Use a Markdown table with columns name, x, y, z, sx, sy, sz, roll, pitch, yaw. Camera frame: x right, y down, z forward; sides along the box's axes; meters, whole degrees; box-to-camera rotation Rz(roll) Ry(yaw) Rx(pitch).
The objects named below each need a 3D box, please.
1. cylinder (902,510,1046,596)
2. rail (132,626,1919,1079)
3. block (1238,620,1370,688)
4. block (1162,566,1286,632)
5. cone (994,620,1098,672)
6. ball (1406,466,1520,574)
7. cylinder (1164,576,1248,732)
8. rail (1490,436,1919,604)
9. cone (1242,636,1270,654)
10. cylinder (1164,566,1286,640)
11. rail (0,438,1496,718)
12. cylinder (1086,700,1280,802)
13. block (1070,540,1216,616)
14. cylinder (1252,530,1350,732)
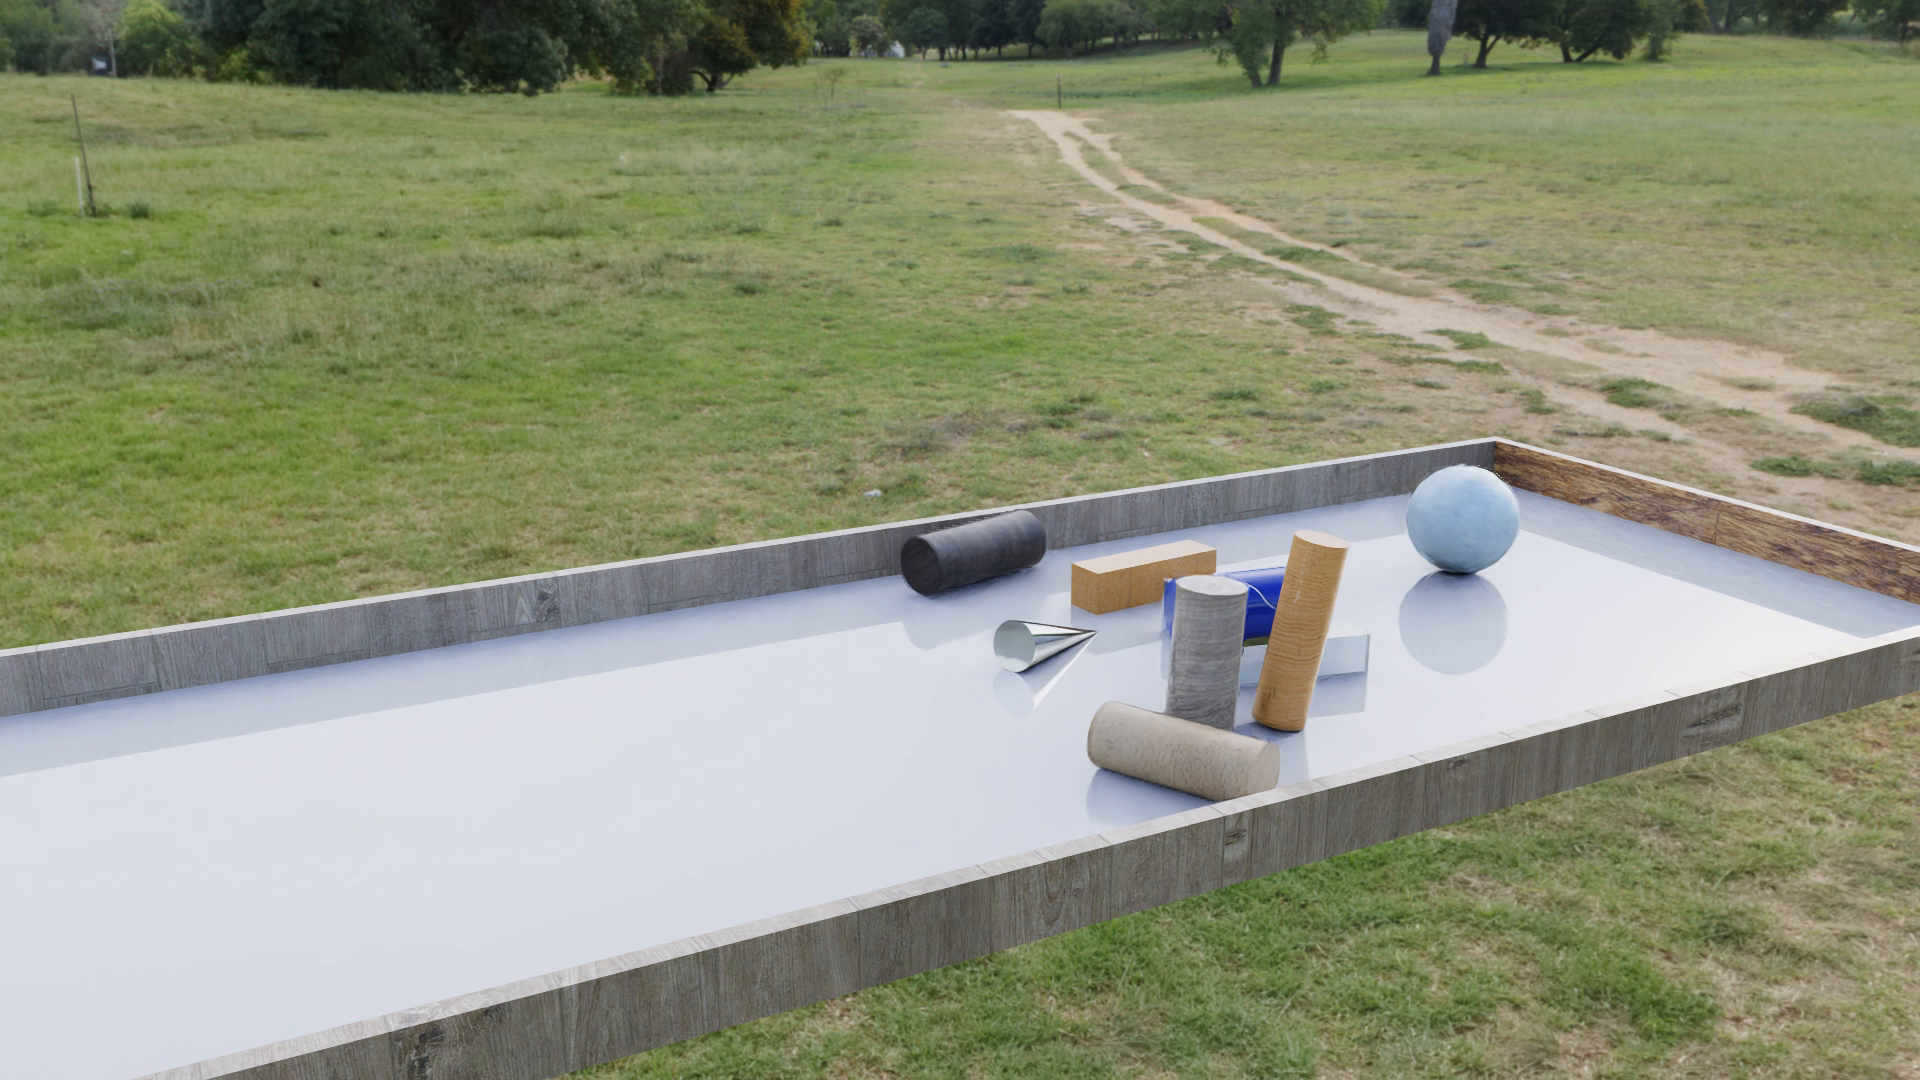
| name | x | y | z | sx | sy | sz | roll | pitch | yaw |
| --- | --- | --- | --- | --- | --- | --- | --- | --- | --- |
| cylinder | 0.045 | 0.035 | 4.930 | 0.433 | 0.172 | 0.172 | -15 | 22 | -40 |
| rail | -2.336 | 1.006 | 1.665 | 12.000 | 0.150 | 0.050 | -9 | 18 | -27 |
| block | 0.845 | 0.288 | 4.186 | 0.371 | 0.106 | 0.106 | -5 | 17 | -15 |
| block | 0.786 | 0.173 | 4.515 | 0.441 | 0.142 | 0.142 | -6 | 17 | -19 |
| cone | 0.260 | 0.259 | 4.354 | 0.134 | 0.134 | 0.390 | 13 | 11 | 37 |
| ball | 1.518 | -0.062 | 4.985 | 0.327 | 0.327 | 0.327 | 0 | 16 | 0 |
| cylinder | 0.565 | 0.270 | 3.804 | 0.162 | 0.347 | 0.162 | 3 | 15 | -1 |
| rail | 2.466 | -0.048 | 5.253 | 0.050 | 0.150 | 2.100 | -9 | 18 | -27 |
| cone | 0.763 | 0.252 | 4.353 | 0.401 | 0.164 | 0.164 | 3 | 12 | -35 |
| cylinder | 0.682 | 0.166 | 4.114 | 0.303 | 0.170 | 0.170 | -5 | 17 | -18 |
| rail | -3.305 | 0.497 | 3.399 | 12.000 | 0.150 | 0.050 | -9 | 18 | -27 |
| cylinder | 0.476 | 0.459 | 3.534 | 0.389 | 0.147 | 0.147 | 12 | 20 | 35 |
| block | 0.535 | 0.105 | 4.782 | 0.439 | 0.122 | 0.122 | -10 | 19 | -32 |
| cylinder | 0.786 | 0.210 | 3.816 | 0.127 | 0.449 | 0.127 | 10 | 16 | -3 |
